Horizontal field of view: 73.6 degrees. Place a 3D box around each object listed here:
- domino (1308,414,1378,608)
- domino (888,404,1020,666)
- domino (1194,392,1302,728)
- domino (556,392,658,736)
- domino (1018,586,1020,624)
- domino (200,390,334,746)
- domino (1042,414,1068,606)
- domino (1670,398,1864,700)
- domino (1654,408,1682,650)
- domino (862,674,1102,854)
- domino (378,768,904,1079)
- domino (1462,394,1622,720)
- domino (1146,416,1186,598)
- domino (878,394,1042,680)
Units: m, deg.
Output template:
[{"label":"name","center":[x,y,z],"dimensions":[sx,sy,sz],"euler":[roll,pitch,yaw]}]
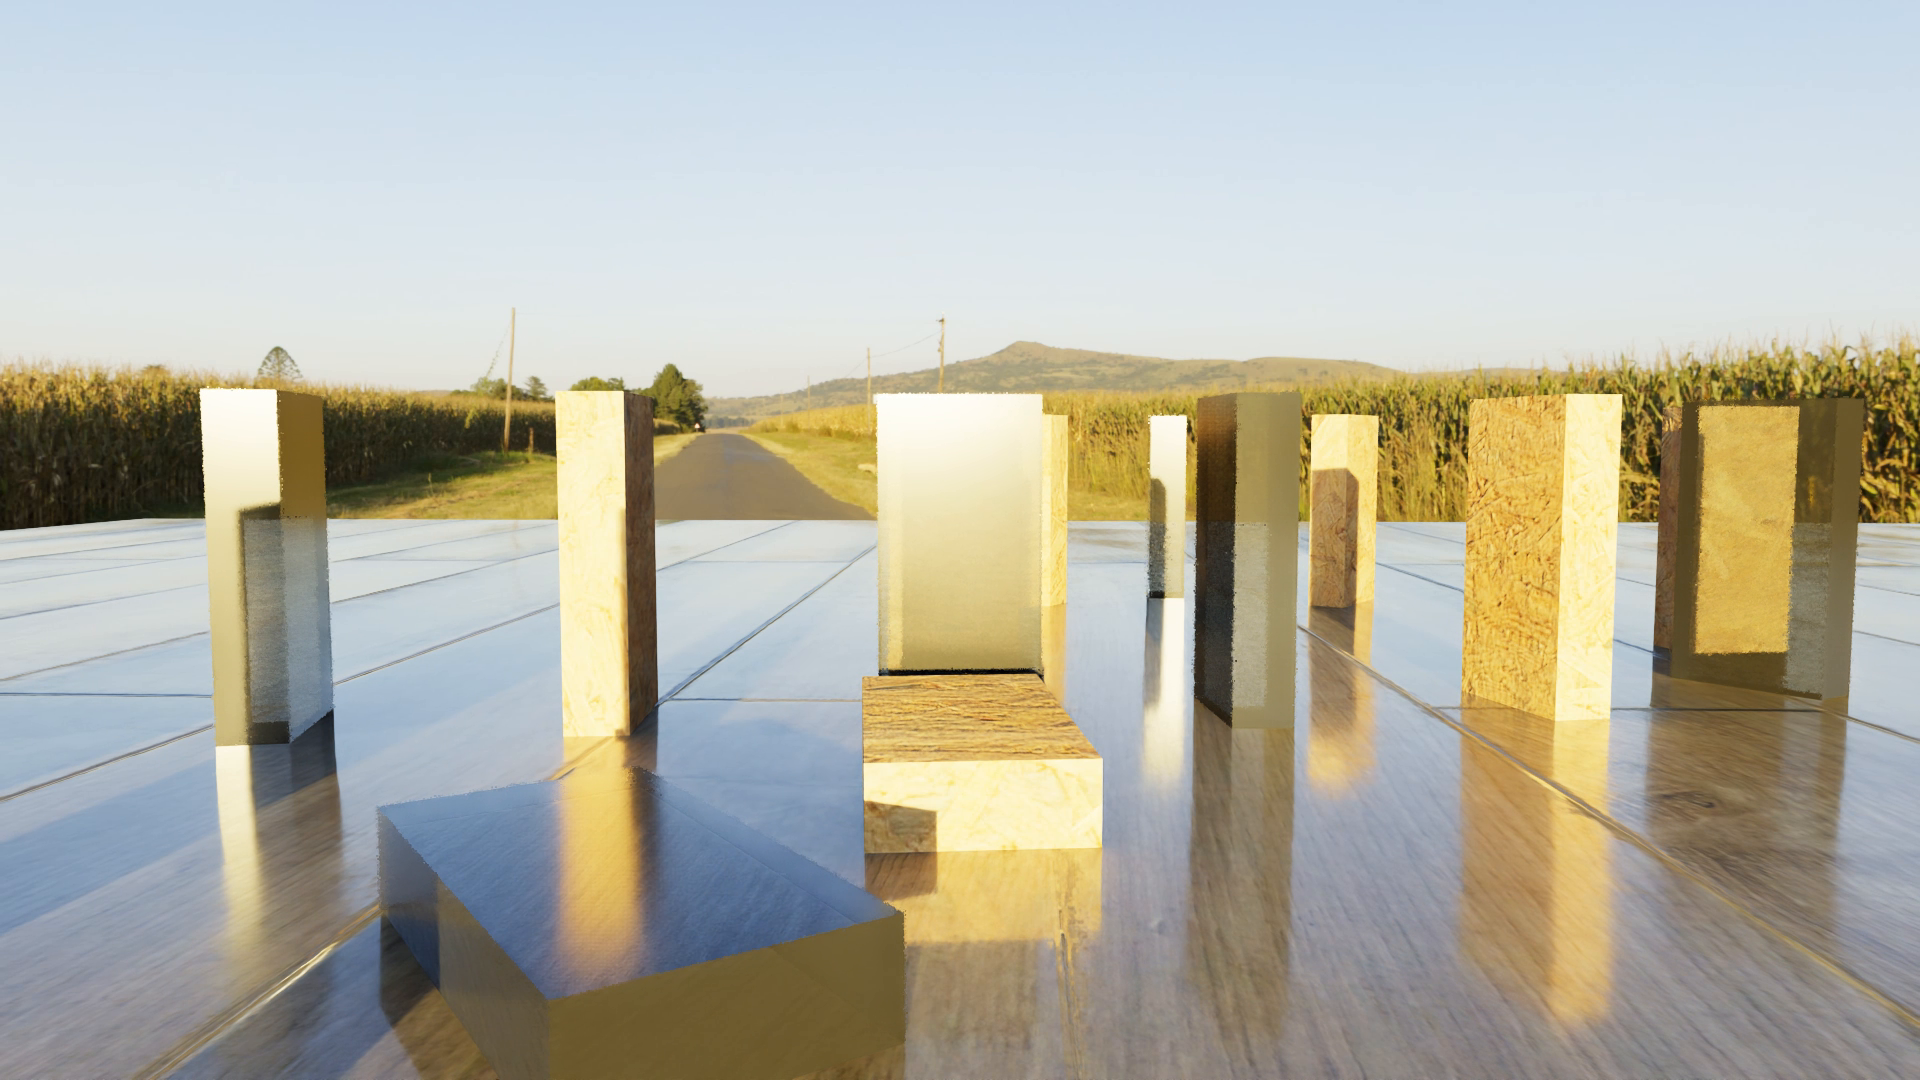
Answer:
[{"label":"domino","center":[0.103,-0.008,0.344],"dimensions":[0.010,0.050,0.025],"euler":[3,5,35]},{"label":"domino","center":[-0.001,-0.001,0.250],"dimensions":[0.025,0.050,0.009],"euler":[0,4,-1]},{"label":"domino","center":[0.045,0.002,0.203],"dimensions":[0.010,0.050,0.025],"euler":[0,4,-3]},{"label":"domino","center":[-0.054,0.003,0.198],"dimensions":[0.009,0.050,0.025],"euler":[0,4,-4]},{"label":"domino","center":[0.001,-0.005,0.299],"dimensions":[0.025,0.050,0.009],"euler":[1,4,9]},{"label":"domino","center":[-0.103,0.003,0.192],"dimensions":[0.010,0.050,0.025],"euler":[-1,4,-13]},{"label":"domino","center":[0.016,-0.008,0.346],"dimensions":[0.025,0.050,0.010],"euler":[3,5,31]},{"label":"domino","center":[0.140,0.001,0.224],"dimensions":[0.010,0.050,0.025],"euler":[-3,5,-32]},{"label":"domino","center":[0.160,-0.002,0.267],"dimensions":[0.025,0.050,0.009],"euler":[0,4,-6]},{"label":"domino","center":[0.001,0.026,0.159],"dimensions":[0.025,0.010,0.050],"euler":[0,4,-5]},{"label":"domino","center":[-0.029,0.030,0.104],"dimensions":[0.025,0.010,0.050],"euler":[-3,5,-35]},{"label":"domino","center":[0.094,0.002,0.209],"dimensions":[0.009,0.050,0.025],"euler":[-1,4,-11]},{"label":"domino","center":[0.058,-0.010,0.364],"dimensions":[0.010,0.050,0.025],"euler":[1,4,7]},{"label":"domino","center":[0.000,0.002,0.201],"dimensions":[0.025,0.050,0.009],"euler":[0,4,0]}]
